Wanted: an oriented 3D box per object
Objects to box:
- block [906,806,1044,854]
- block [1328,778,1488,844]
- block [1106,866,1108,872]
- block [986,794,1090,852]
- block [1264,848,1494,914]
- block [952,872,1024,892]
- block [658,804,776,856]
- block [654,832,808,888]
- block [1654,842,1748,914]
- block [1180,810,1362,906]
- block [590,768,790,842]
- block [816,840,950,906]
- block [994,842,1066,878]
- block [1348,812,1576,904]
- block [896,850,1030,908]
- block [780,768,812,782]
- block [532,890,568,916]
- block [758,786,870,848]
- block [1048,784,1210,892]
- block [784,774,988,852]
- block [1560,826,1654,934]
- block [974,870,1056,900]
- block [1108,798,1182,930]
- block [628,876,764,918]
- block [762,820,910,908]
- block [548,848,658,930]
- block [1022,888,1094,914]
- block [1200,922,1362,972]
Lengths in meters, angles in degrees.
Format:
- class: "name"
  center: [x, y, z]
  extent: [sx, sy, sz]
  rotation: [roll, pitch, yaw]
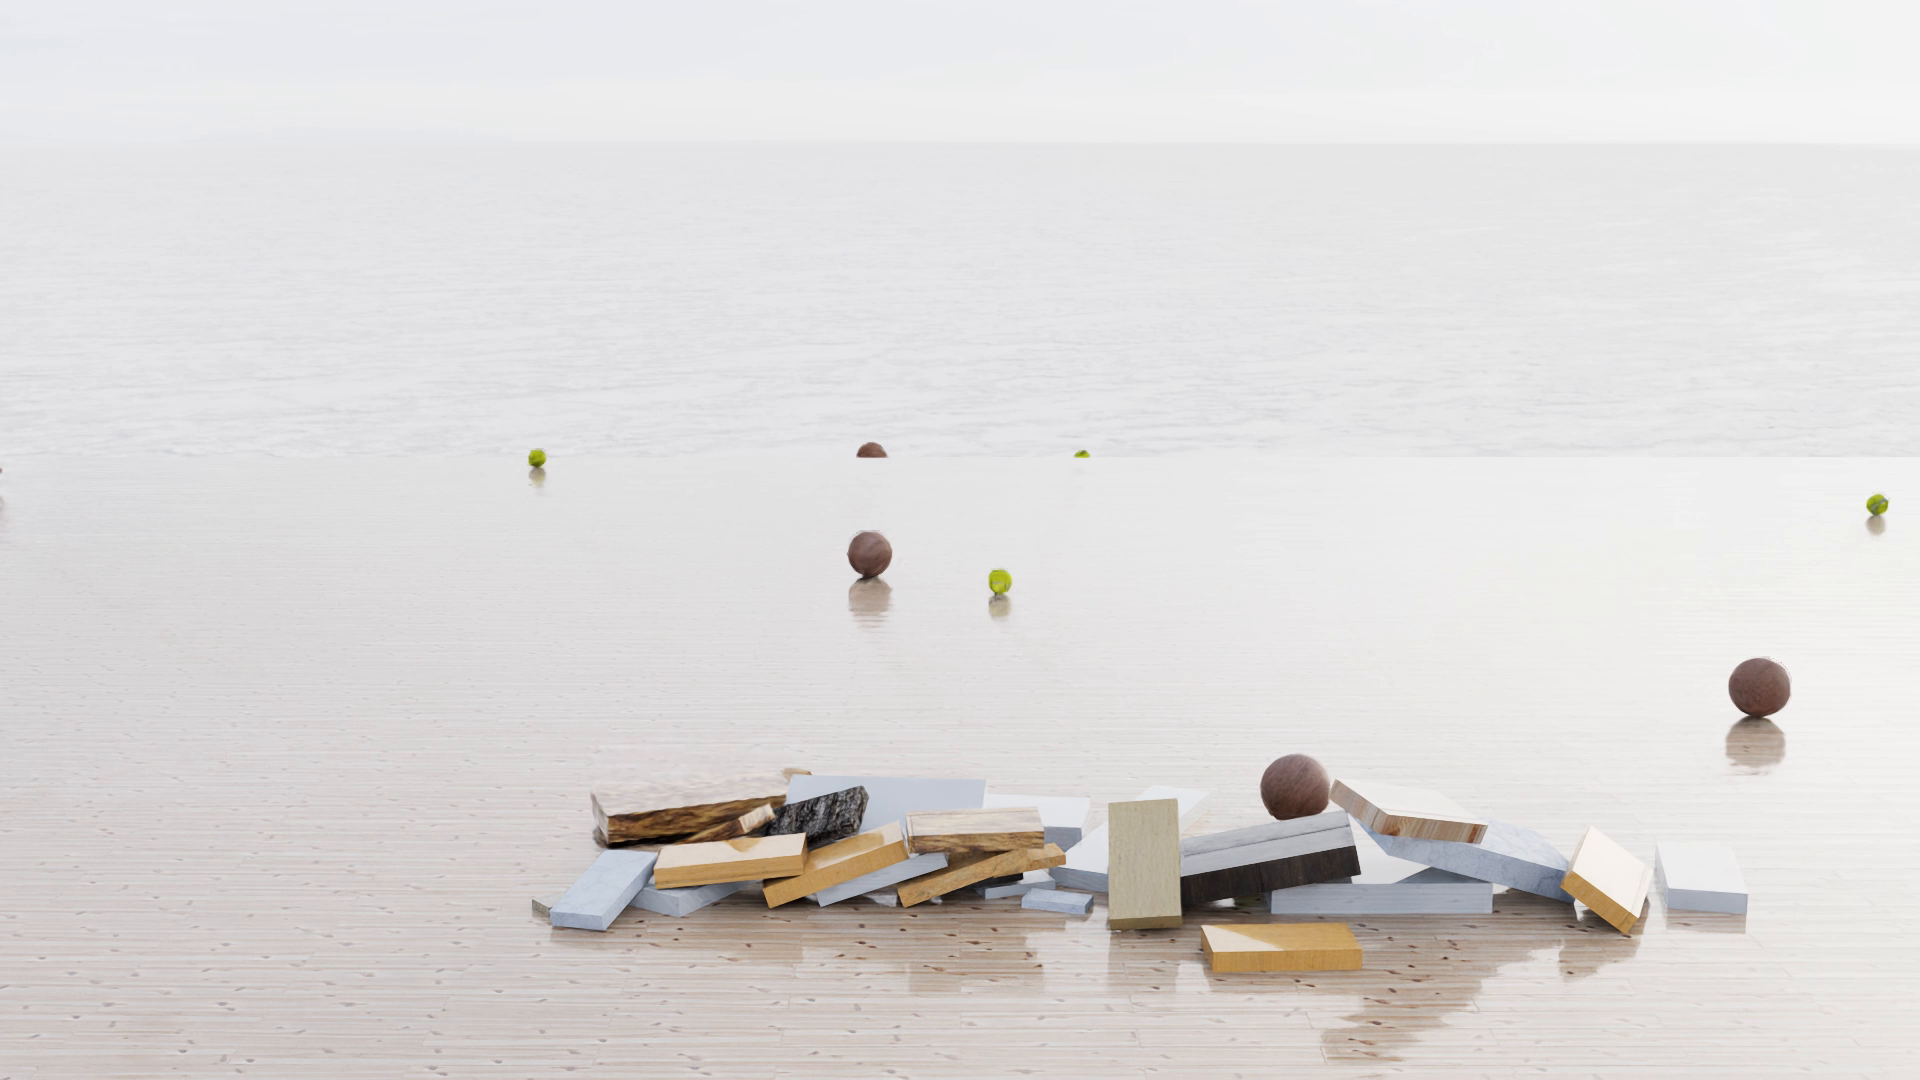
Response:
- class: "block"
  center: [0.023, 0.477, 3.620]
  extent: [0.221, 0.031, 0.110]
  rotation: [-2, 14, -4]
- class: "block"
  center: [0.722, 0.437, 3.539]
  extent: [0.248, 0.035, 0.124]
  rotation: [11, 16, -38]
- class: "block"
  center: [0.274, 0.558, 3.689]
  extent: [0.015, 0.054, 0.107]
  rotation: [-1, 9, 25]
- class: "block"
  center: [-0.001, 0.507, 3.979]
  extent: [0.458, 0.050, 0.175]
  rotation: [1, 11, 8]
- class: "block"
  center: [0.686, 0.566, 3.659]
  extent: [0.358, 0.051, 0.179]
  rotation: [0, 11, 0]
- class: "block"
  center: [0.037, 0.560, 3.678]
  extent: [0.126, 0.018, 0.063]
  rotation: [-8, 13, -12]
- class: "block"
  center: [-0.422, 0.509, 3.801]
  extent: [0.193, 0.027, 0.096]
  rotation: [-25, -3, 29]
- class: "block"
  center: [-0.377, 0.530, 3.639]
  extent: [0.241, 0.034, 0.121]
  rotation: [-6, 9, 1]
- class: "block"
  center: [1.245, 0.566, 3.701]
  extent: [0.124, 0.035, 0.248]
  rotation: [2, 11, 13]
- class: "block"
  center: [0.471, 0.529, 3.624]
  extent: [0.358, 0.051, 0.179]
  rotation: [-12, 10, 8]
- class: "block"
  center: [-0.484, 0.483, 4.016]
  extent: [0.350, 0.050, 0.175]
  rotation: [-5, 11, -18]
- class: "block"
  center: [-0.128, 0.543, 3.649]
  extent: [0.221, 0.031, 0.110]
  rotation: [-18, 9, 5]
- class: "block"
  center: [0.108, 0.535, 3.678]
  extent: [0.126, 0.018, 0.063]
  rotation: [-8, 13, -13]
- class: "block"
  center: [0.835, 0.501, 3.644]
  extent: [0.358, 0.051, 0.179]
  rotation: [16, 13, -18]
- class: "block"
  center: [0.002, 0.537, 3.649]
  extent: [0.220, 0.031, 0.110]
  rotation: [-20, 15, 0]
- class: "block"
  center: [-0.399, 0.490, 4.158]
  extent: [0.055, 0.016, 0.386]
  rotation: [3, 11, 25]
- class: "block"
  center: [-0.641, 0.592, 3.615]
  extent: [0.111, 0.016, 0.055]
  rotation: [-9, 14, -39]
- class: "block"
  center: [-0.254, 0.484, 3.769]
  extent: [0.193, 0.027, 0.096]
  rotation: [-17, 30, 22]
- class: "block"
  center: [0.310, 0.527, 3.921]
  extent: [0.114, 0.032, 0.514]
  rotation: [5, 12, 25]
- class: "block"
  center: [-0.135, 0.493, 3.866]
  extent: [0.350, 0.050, 0.175]
  rotation: [1, 34, 7]
- class: "block"
  center: [1.061, 0.554, 3.603]
  extent: [0.124, 0.035, 0.248]
  rotation: [36, 21, 13]
- class: "block"
  center: [0.090, 0.577, 3.691]
  extent: [0.126, 0.018, 0.063]
  rotation: [-4, 11, -21]
- class: "block"
  center: [0.299, 0.523, 3.556]
  extent: [0.114, 0.032, 0.228]
  rotation: [-5, 46, 9]
- class: "block"
  center: [-0.439, 0.569, 3.686]
  extent: [0.121, 0.034, 0.241]
  rotation: [7, 12, 32]
- class: "block"
  center: [-0.206, 0.536, 3.643]
  extent: [0.241, 0.034, 0.121]
  rotation: [-19, 9, -2]
- class: "block"
  center: [-0.577, 0.568, 3.581]
  extent: [0.096, 0.027, 0.193]
  rotation: [1, 24, 22]
- class: "block"
  center: [0.160, 0.593, 3.611]
  extent: [0.107, 0.015, 0.054]
  rotation: [4, 11, 18]
- class: "block"
  center: [0.493, 0.626, 3.385]
  extent: [0.228, 0.032, 0.114]
  rotation: [-1, 11, -3]
